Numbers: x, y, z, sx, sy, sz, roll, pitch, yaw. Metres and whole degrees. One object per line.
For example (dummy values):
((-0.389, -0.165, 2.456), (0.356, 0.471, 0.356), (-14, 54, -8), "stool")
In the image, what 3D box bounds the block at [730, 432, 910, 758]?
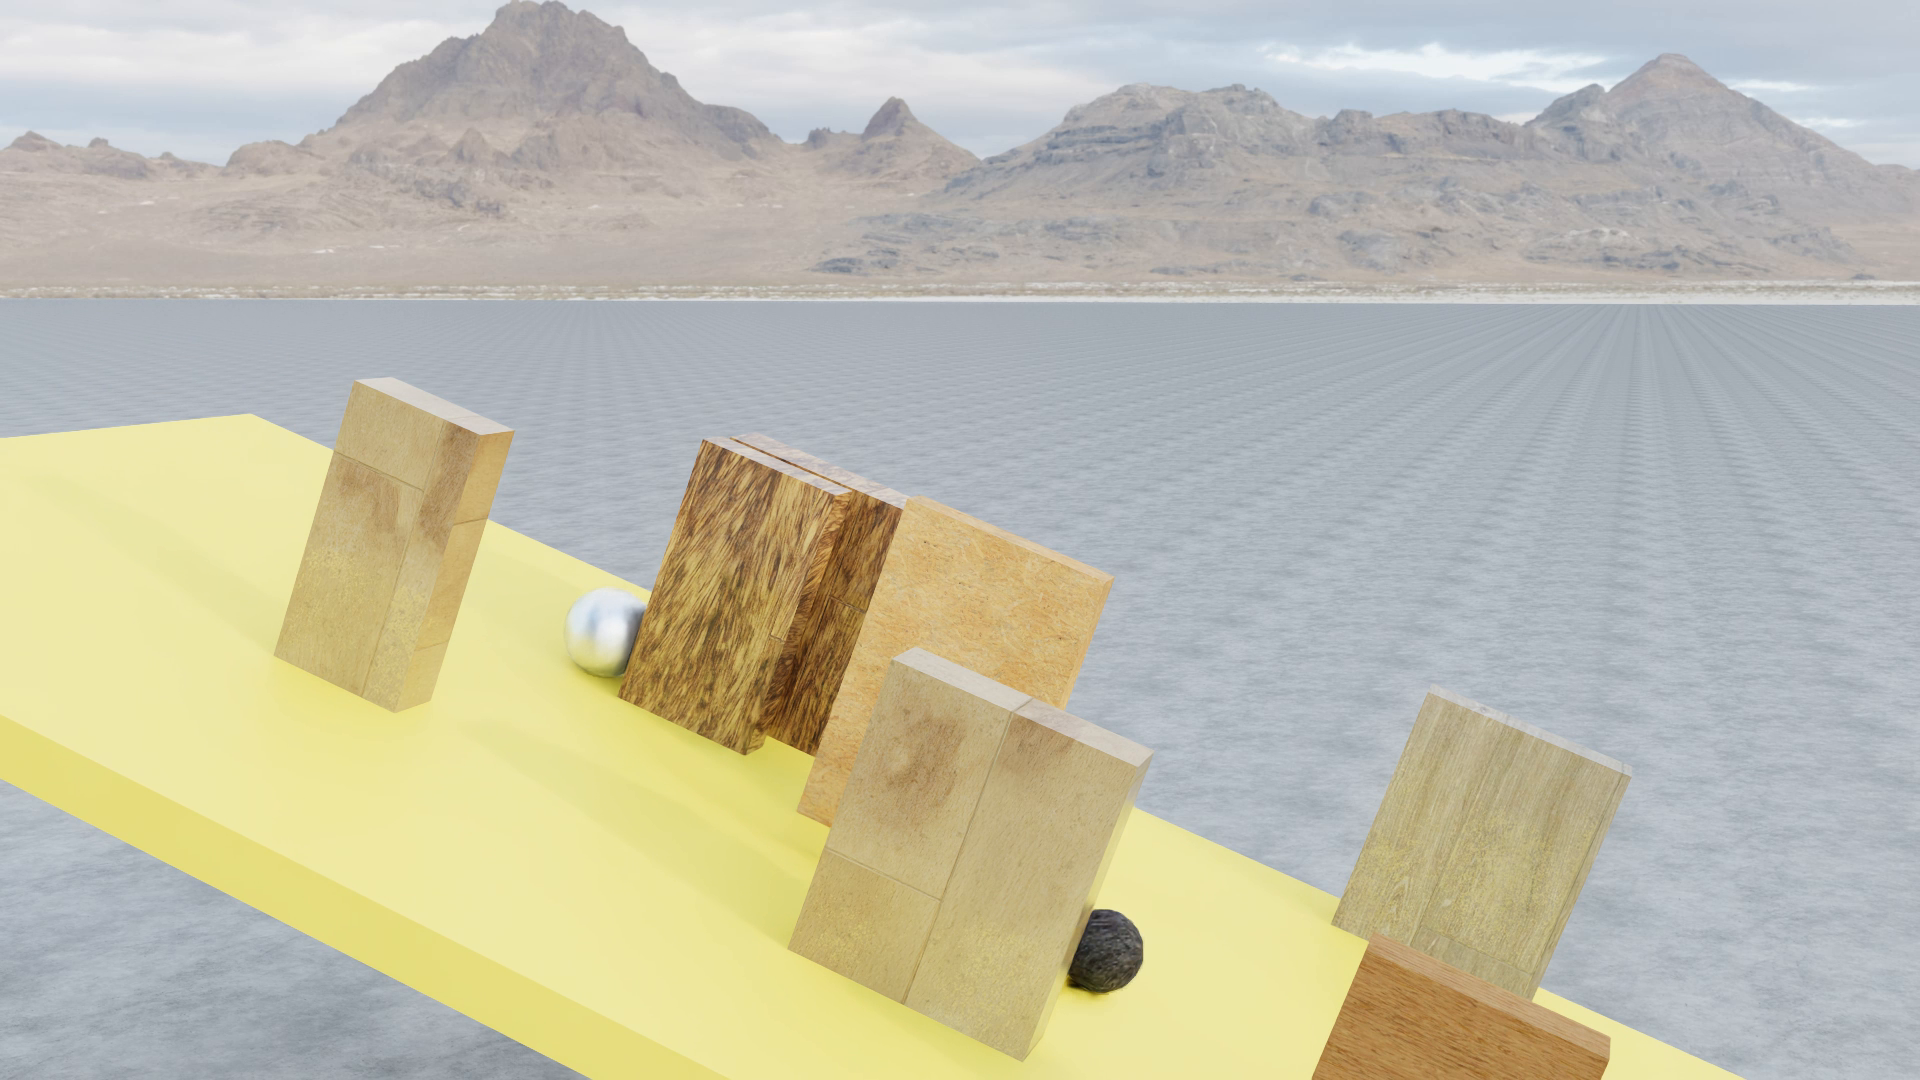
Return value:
((-0.362, 0.116, 4.663), (0.422, 0.564, 0.142), (23, 13, 13), "block")

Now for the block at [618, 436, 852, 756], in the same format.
((-0.463, 0.113, 4.492), (0.303, 0.575, 0.095), (23, 13, 13), "block")

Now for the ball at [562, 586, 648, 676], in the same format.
((-0.738, 0.192, 4.622), (0.190, 0.190, 0.190), (0, 7, 0), "ball")

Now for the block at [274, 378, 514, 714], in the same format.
((-1.052, 0.007, 4.081), (0.271, 0.552, 0.126), (23, 13, 13), "block")

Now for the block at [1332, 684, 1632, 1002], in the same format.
((1.103, 0.651, 4.671), (0.443, 0.554, 0.104), (23, 13, 13), "block")

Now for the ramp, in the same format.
((-0.328, 0.595, 4.207), (4.000, 0.100, 2.000), (23, 13, 13), "ramp")

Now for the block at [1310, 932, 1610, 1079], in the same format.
((0.664, 0.871, 3.163), (0.357, 0.500, 0.096), (23, 13, 13), "block")

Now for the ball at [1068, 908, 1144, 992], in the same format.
((0.255, 0.735, 3.937), (0.148, 0.148, 0.148), (0, 7, 0), "ball")

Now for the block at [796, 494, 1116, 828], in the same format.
((-0.014, 0.298, 4.195), (0.409, 0.660, 0.080), (23, 13, 13), "block")

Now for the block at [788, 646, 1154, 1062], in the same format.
((0.014, 0.512, 3.616), (0.435, 0.534, 0.125), (23, 13, 13), "block")
